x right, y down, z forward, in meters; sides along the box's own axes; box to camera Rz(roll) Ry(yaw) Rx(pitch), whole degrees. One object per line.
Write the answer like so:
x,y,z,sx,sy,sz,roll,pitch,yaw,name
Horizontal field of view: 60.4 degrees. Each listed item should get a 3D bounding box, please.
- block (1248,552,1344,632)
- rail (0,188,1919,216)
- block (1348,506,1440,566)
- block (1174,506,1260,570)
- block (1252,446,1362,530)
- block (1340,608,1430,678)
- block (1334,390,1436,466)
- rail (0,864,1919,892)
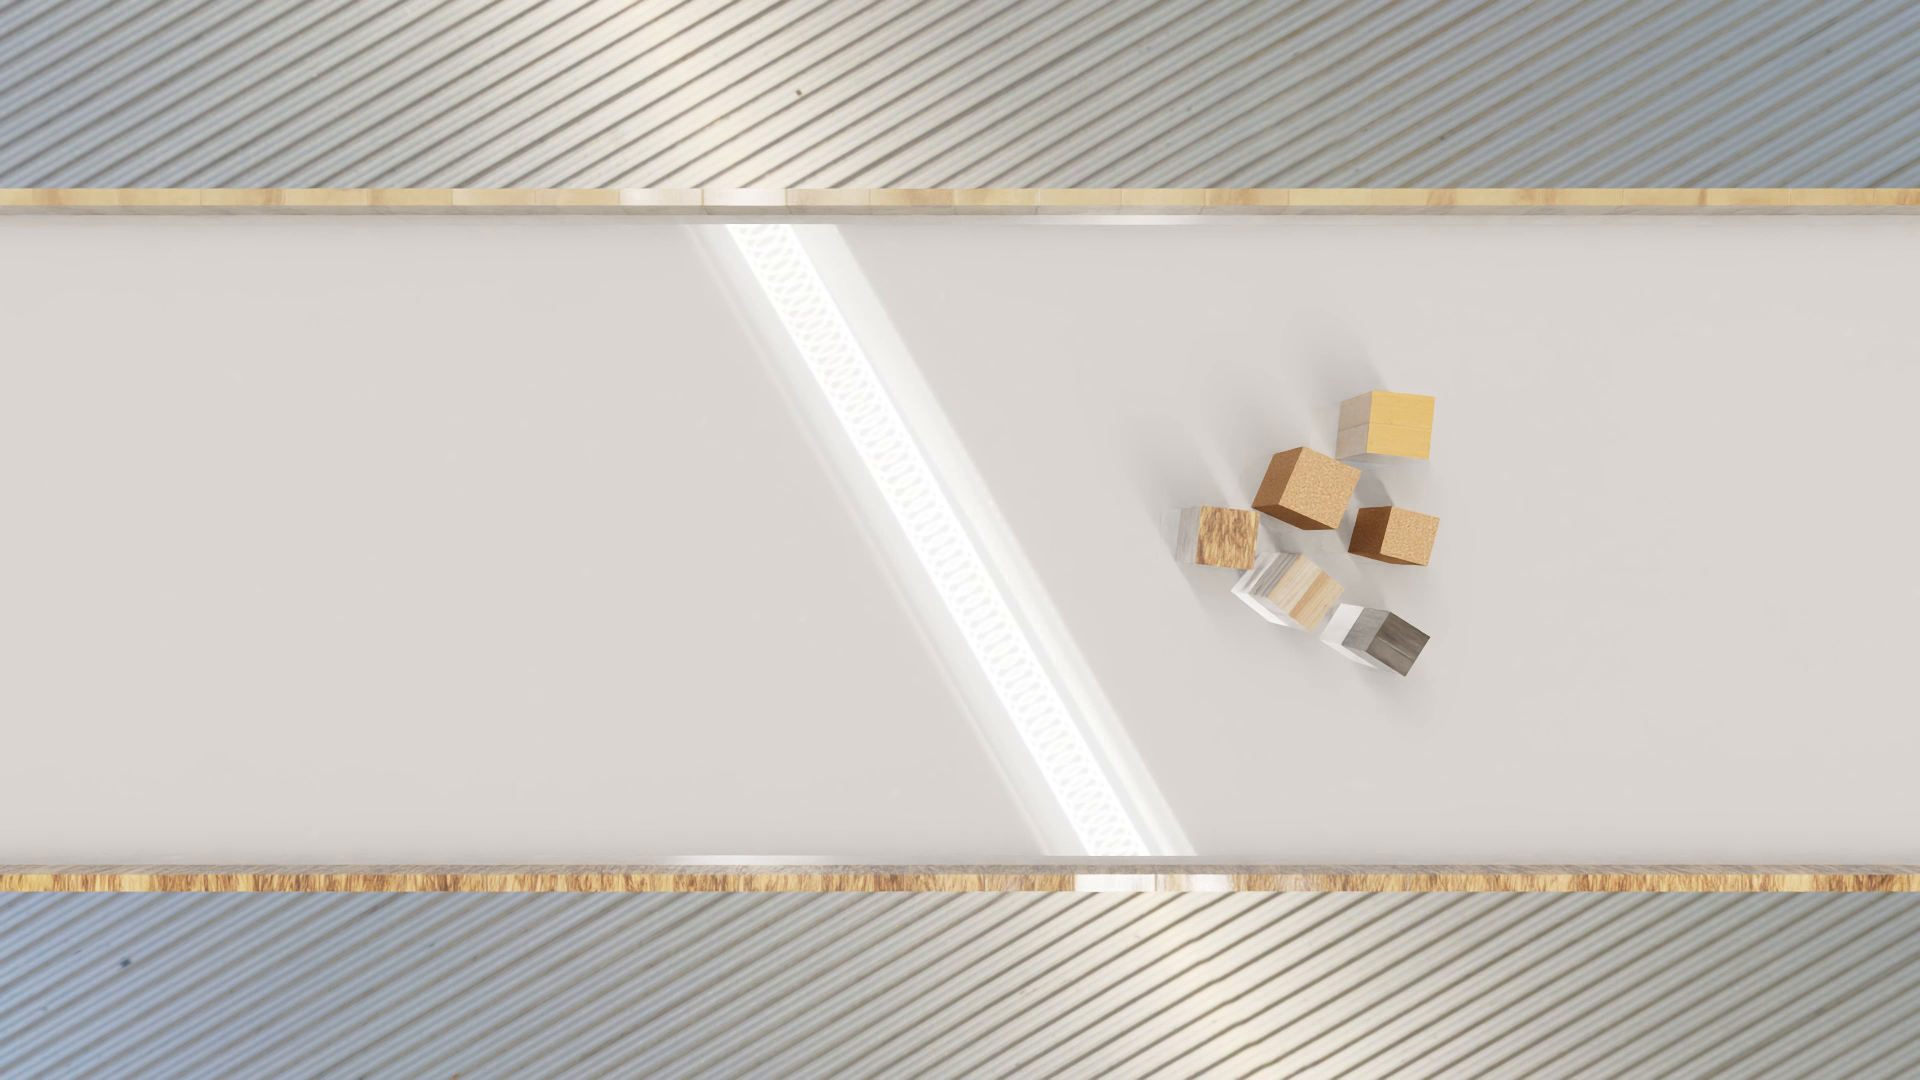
0.999,0.153,4.918,0.162,0.316,0.162,38,90,0,block
-2.247,-1.025,5.002,12.000,0.150,0.050,0,90,0,rail
1.278,-0.012,4.881,0.140,0.392,0.140,15,90,0,block
0.753,-0.006,4.857,0.165,0.438,0.165,6,90,0,block
1.013,-0.147,4.856,0.178,0.441,0.178,23,90,0,block
1.266,0.302,4.923,0.137,0.308,0.137,32,90,0,block
1.251,-0.327,4.878,0.178,0.397,0.178,6,90,0,block
-2.247,1.025,5.001,12.000,0.150,0.050,0,90,0,rail
